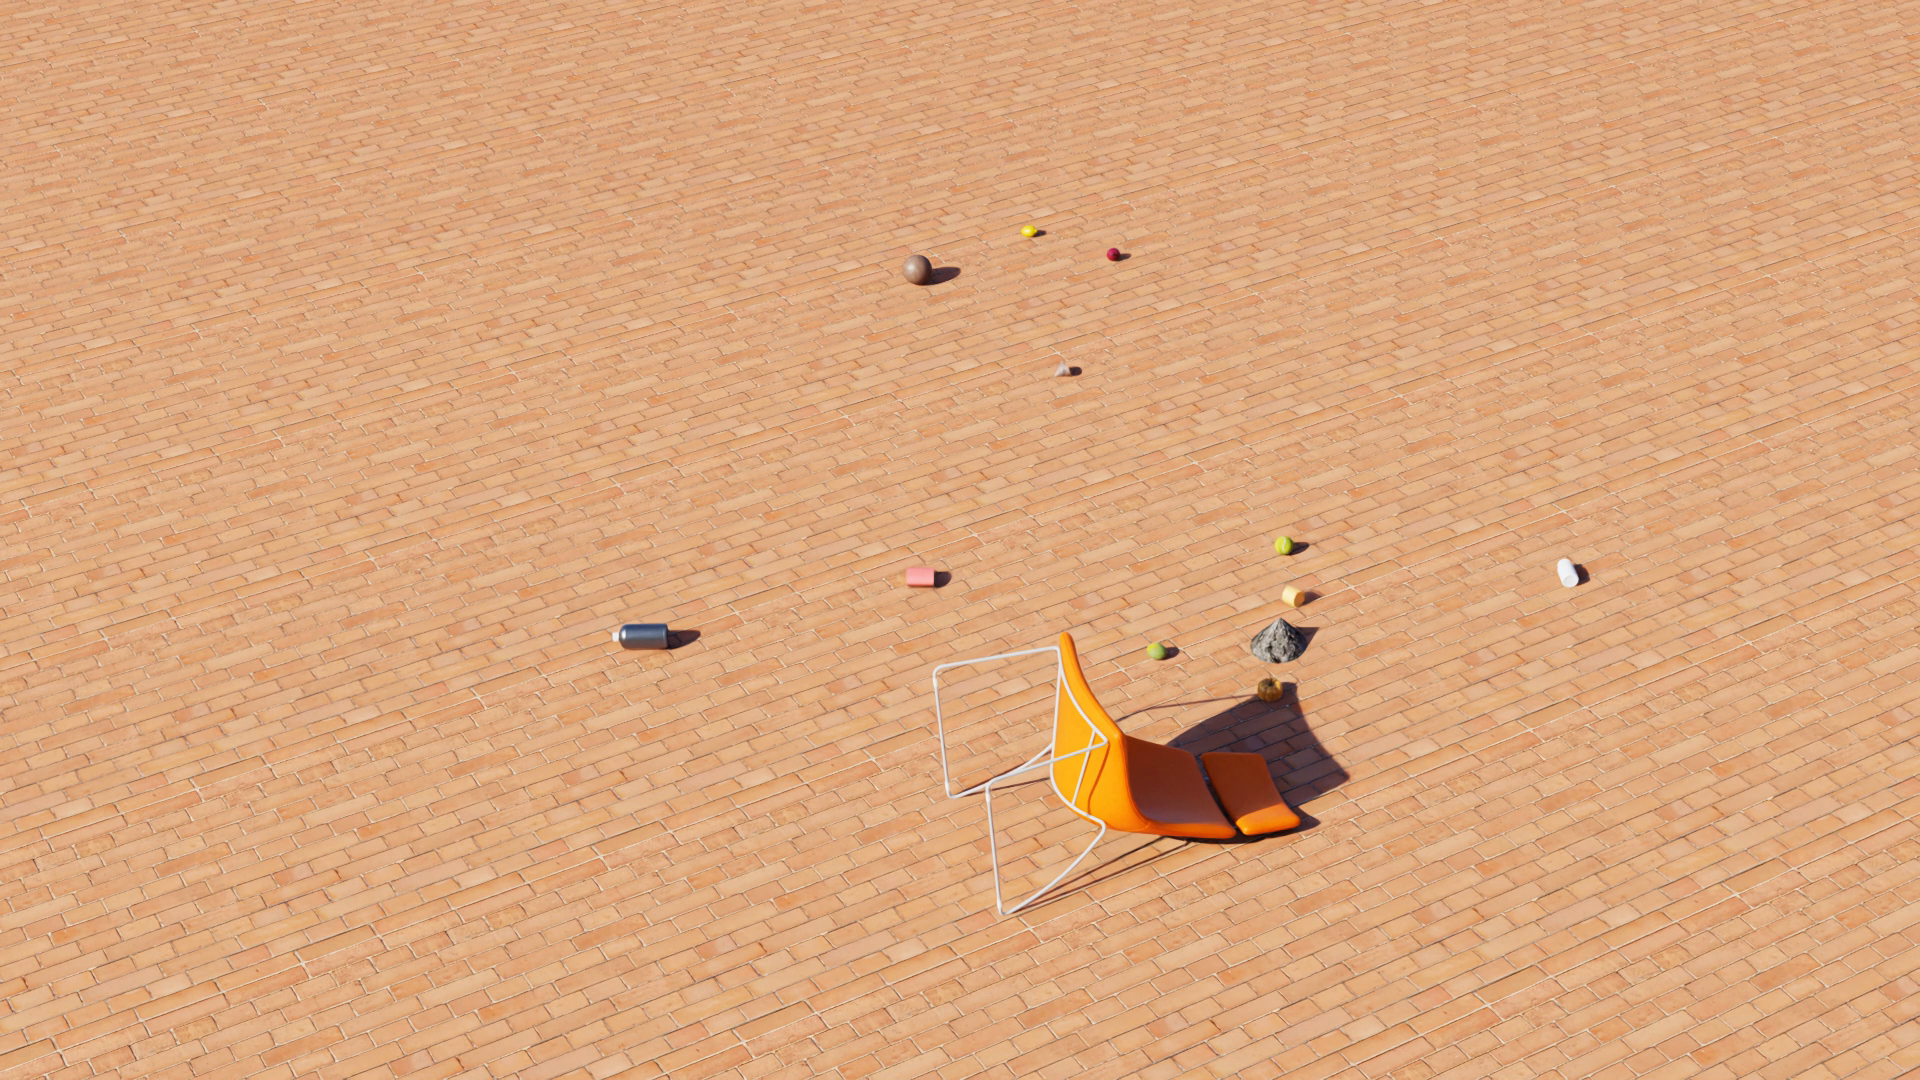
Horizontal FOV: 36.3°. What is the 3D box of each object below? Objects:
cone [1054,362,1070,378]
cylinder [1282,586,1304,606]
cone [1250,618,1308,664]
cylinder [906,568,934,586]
[{"bbox_3d":[0.407,-0.682,11.953,0.065,0.066,0.076,-36,35,0],"label":"cone"},{"bbox_3d":[1.204,0.202,10.574,0.050,0.074,0.060,28,84,36],"label":"cylinder"},{"bbox_3d":[1.128,0.321,10.347,0.194,0.121,0.232,17,37,24],"label":"cone"},{"bbox_3d":[-0.145,0.135,10.693,0.097,0.051,0.099,0,29,1],"label":"cylinder"}]
